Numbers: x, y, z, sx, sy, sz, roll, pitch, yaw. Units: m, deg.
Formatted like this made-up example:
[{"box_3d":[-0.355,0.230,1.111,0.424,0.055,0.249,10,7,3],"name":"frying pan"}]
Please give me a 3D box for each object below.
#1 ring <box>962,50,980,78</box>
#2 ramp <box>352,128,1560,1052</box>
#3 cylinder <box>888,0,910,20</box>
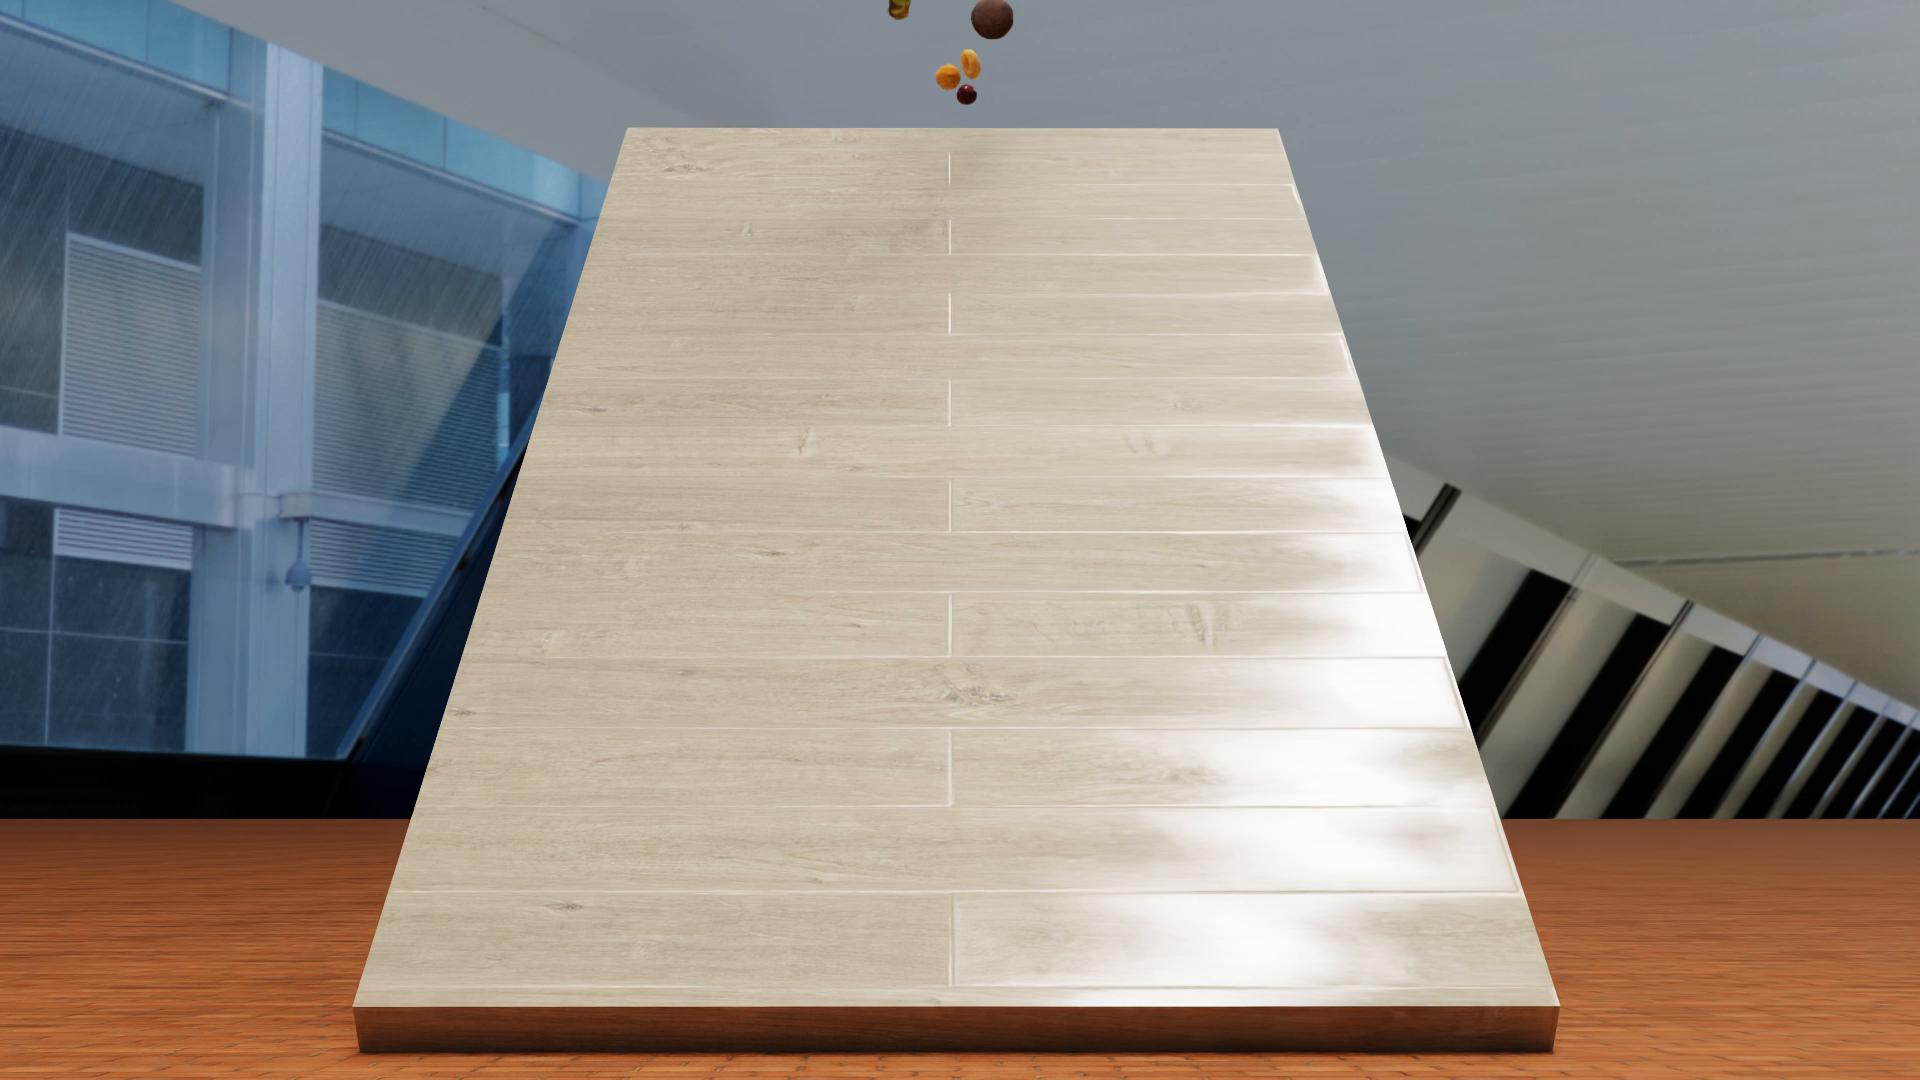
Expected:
[{"box_3d":[0.031,-1.384,7.052,0.029,0.088,0.088,-19,0,-19],"name":"ring"},{"box_3d":[-0.014,-0.204,5.762,2.000,0.100,4.000,0,31,0],"name":"ramp"},{"box_3d":[-0.180,-1.598,7.233,0.064,0.064,0.064,1,-28,-9],"name":"cylinder"}]
